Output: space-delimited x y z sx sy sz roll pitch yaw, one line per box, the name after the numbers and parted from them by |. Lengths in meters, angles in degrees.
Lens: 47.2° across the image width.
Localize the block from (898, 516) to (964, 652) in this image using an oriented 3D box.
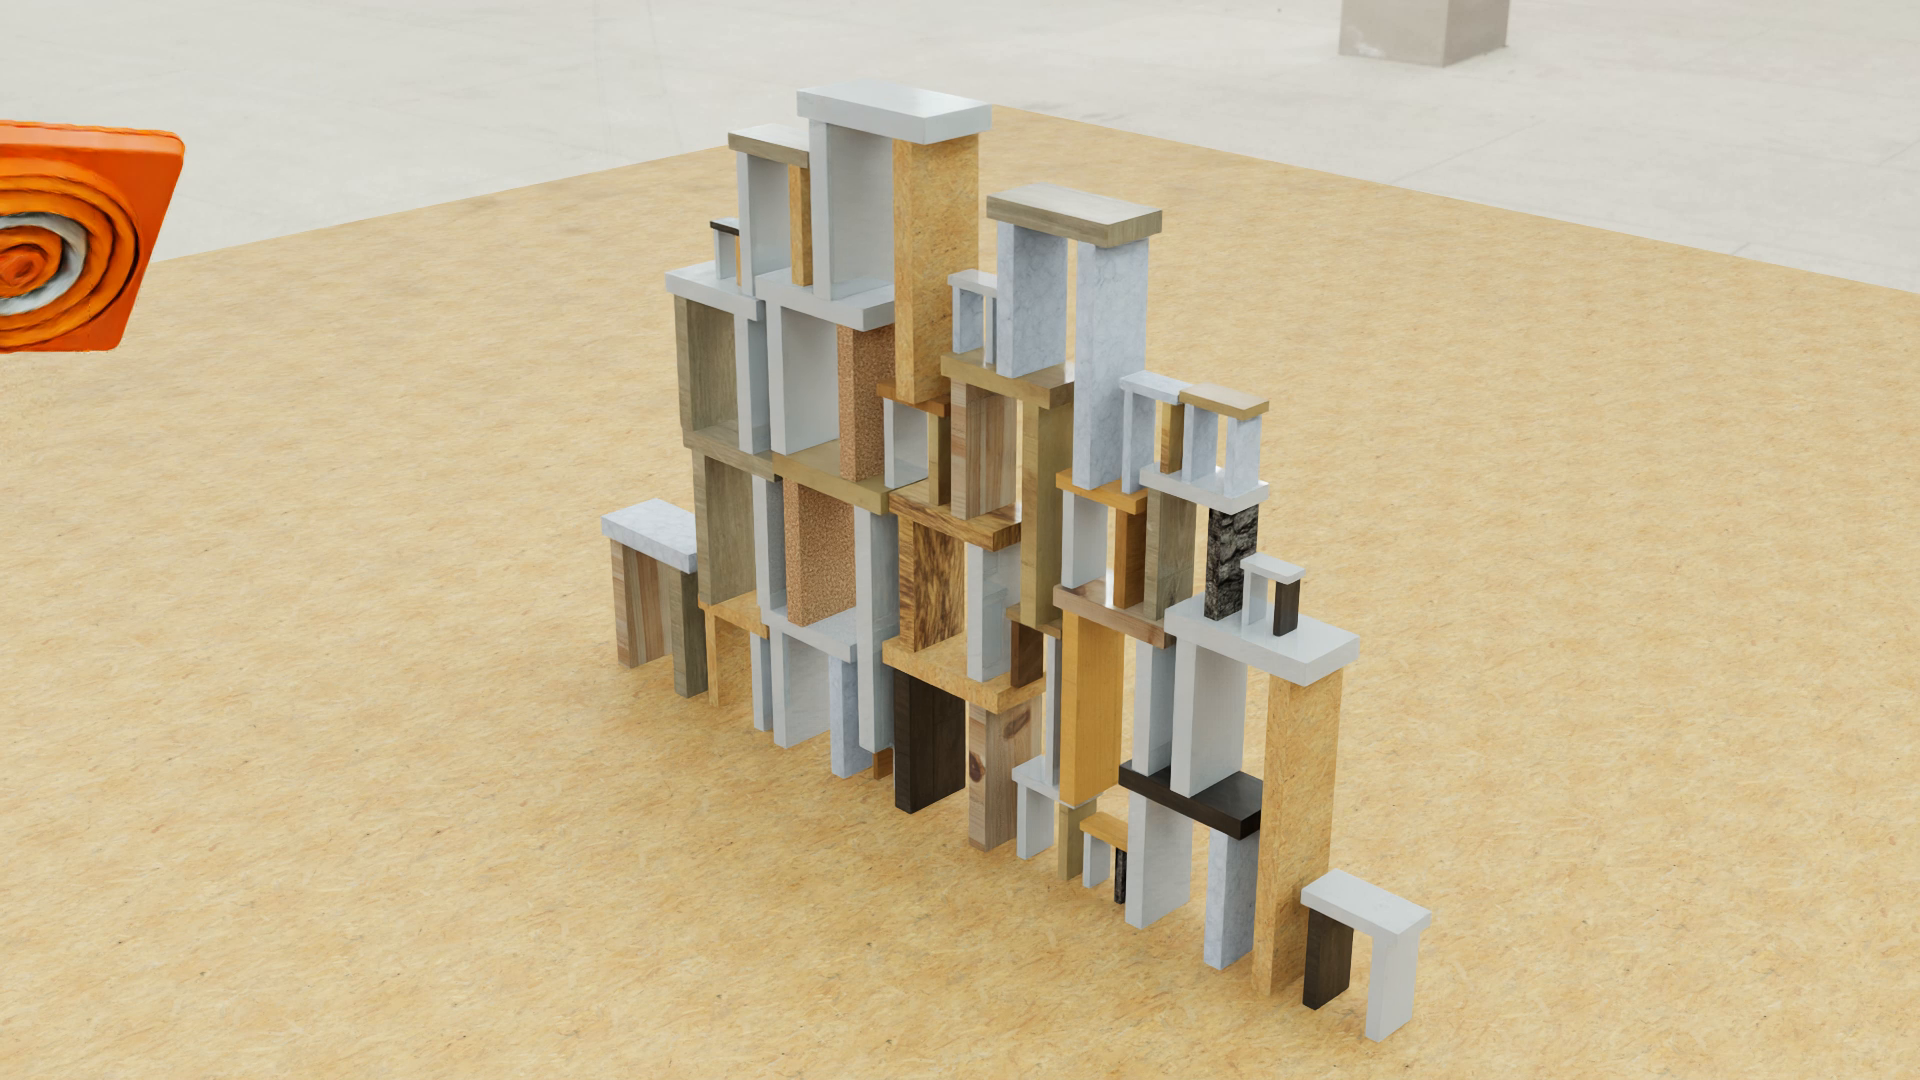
-0.054 0.068 4.317 0.040 0.280 0.140 21 31 41 | block

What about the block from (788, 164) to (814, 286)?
-0.273 -0.619 4.256 0.117 0.235 0.033 -21 31 -40 | block

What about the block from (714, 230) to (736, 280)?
-0.476 -0.588 4.489 0.015 0.103 0.052 20 30 41 | block

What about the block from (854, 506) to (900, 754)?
-0.133 0.161 4.432 0.160 0.532 0.045 -21 31 -40 | block

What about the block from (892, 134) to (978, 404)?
-0.042 -0.507 4.051 0.048 0.490 0.170 21 31 41 | block

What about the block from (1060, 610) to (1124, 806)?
0.246 0.294 4.085 0.037 0.394 0.131 21 31 41 | block

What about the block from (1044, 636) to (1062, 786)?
0.193 0.312 4.145 0.020 0.313 0.069 21 31 41 | block

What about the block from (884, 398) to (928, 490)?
-0.104 -0.197 4.247 0.091 0.182 0.026 -21 31 -40 | block

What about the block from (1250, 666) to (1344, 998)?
0.583 0.492 3.807 0.043 0.620 0.150 21 31 41 | block

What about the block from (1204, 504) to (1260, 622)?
0.462 0.028 3.741 0.028 0.201 0.100 21 31 41 | block

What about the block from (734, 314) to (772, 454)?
-0.387 -0.334 4.499 0.041 0.291 0.145 21 31 41 | block

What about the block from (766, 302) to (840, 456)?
-0.310 -0.341 4.418 0.157 0.313 0.044 -21 31 -40 | block

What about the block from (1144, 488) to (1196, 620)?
0.367 0.011 3.837 0.028 0.245 0.100 21 31 41 | block

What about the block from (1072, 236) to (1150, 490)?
0.260 -0.313 3.808 0.040 0.440 0.140 21 31 41 | block

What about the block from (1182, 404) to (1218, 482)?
0.406 -0.172 3.709 0.019 0.136 0.068 21 31 41 | block

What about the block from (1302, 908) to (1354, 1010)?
0.644 0.711 3.831 0.028 0.198 0.099 21 31 41 | block

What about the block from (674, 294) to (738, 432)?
-0.525 -0.387 4.625 0.145 0.291 0.041 -21 31 -40 | block

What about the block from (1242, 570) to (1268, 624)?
0.500 0.090 3.725 0.014 0.099 0.050 21 31 41 | block

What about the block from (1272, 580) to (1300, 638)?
0.547 0.108 3.682 0.014 0.099 0.049 21 31 41 | block

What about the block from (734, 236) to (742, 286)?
-0.428 -0.569 4.444 0.015 0.104 0.052 21 31 41 | block

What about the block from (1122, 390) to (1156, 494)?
0.310 -0.176 3.808 0.018 0.188 0.063 21 31 41 | block

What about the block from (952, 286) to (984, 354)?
0.015 -0.409 4.027 0.018 0.125 0.063 21 31 40 | block

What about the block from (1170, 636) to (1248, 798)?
0.441 0.290 3.875 0.043 0.301 0.150 21 31 41 | block

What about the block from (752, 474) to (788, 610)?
-0.360 -0.014 4.605 0.042 0.296 0.148 21 31 41 | block

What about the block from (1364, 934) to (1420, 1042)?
0.737 0.748 3.745 0.028 0.198 0.099 21 31 41 | block

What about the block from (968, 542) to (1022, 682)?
0.077 0.119 4.195 0.140 0.280 0.040 -21 31 -41 | block

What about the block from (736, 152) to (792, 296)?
-0.383 -0.637 4.368 0.033 0.288 0.117 21 31 41 | block

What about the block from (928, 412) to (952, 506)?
-0.018 -0.164 4.169 0.091 0.183 0.026 -21 31 -41 | block

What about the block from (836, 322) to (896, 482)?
-0.163 -0.283 4.281 0.157 0.313 0.044 -21 31 -40 | block

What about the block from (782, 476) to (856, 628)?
-0.284 0.004 4.530 0.045 0.320 0.160 21 31 41 | block

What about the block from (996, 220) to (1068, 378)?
0.128 -0.439 3.898 0.140 0.280 0.040 -21 31 -41 | block

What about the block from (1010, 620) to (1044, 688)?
0.128 0.206 4.172 0.020 0.139 0.069 21 31 41 | block

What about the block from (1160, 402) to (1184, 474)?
0.370 -0.181 3.741 0.018 0.127 0.063 21 31 41 | block

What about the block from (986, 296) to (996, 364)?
0.074 -0.387 3.973 0.063 0.125 0.018 -21 31 -41 | block

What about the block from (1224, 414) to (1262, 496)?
0.470 -0.147 3.650 0.019 0.136 0.068 21 31 41 | block

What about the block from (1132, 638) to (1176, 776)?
0.369 0.281 3.946 0.037 0.262 0.131 21 31 41 | block

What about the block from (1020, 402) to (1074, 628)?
0.173 -0.060 4.018 0.136 0.433 0.039 -21 31 -41 | block

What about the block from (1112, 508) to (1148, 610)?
0.314 0.021 3.889 0.026 0.186 0.093 21 31 41 | block

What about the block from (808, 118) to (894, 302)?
-0.202 -0.639 4.169 0.170 0.340 0.048 -21 31 -40 | block

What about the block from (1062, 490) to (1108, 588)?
0.226 -0.013 3.970 0.026 0.186 0.093 21 31 41 | block

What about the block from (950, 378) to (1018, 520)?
0.045 -0.185 4.104 0.039 0.272 0.136 21 31 41 | block

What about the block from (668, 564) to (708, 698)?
-0.571 0.183 4.927 0.045 0.315 0.158 21 31 41 | block

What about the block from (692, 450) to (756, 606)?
-0.499 -0.044 4.744 0.042 0.350 0.148 21 31 41 | block
